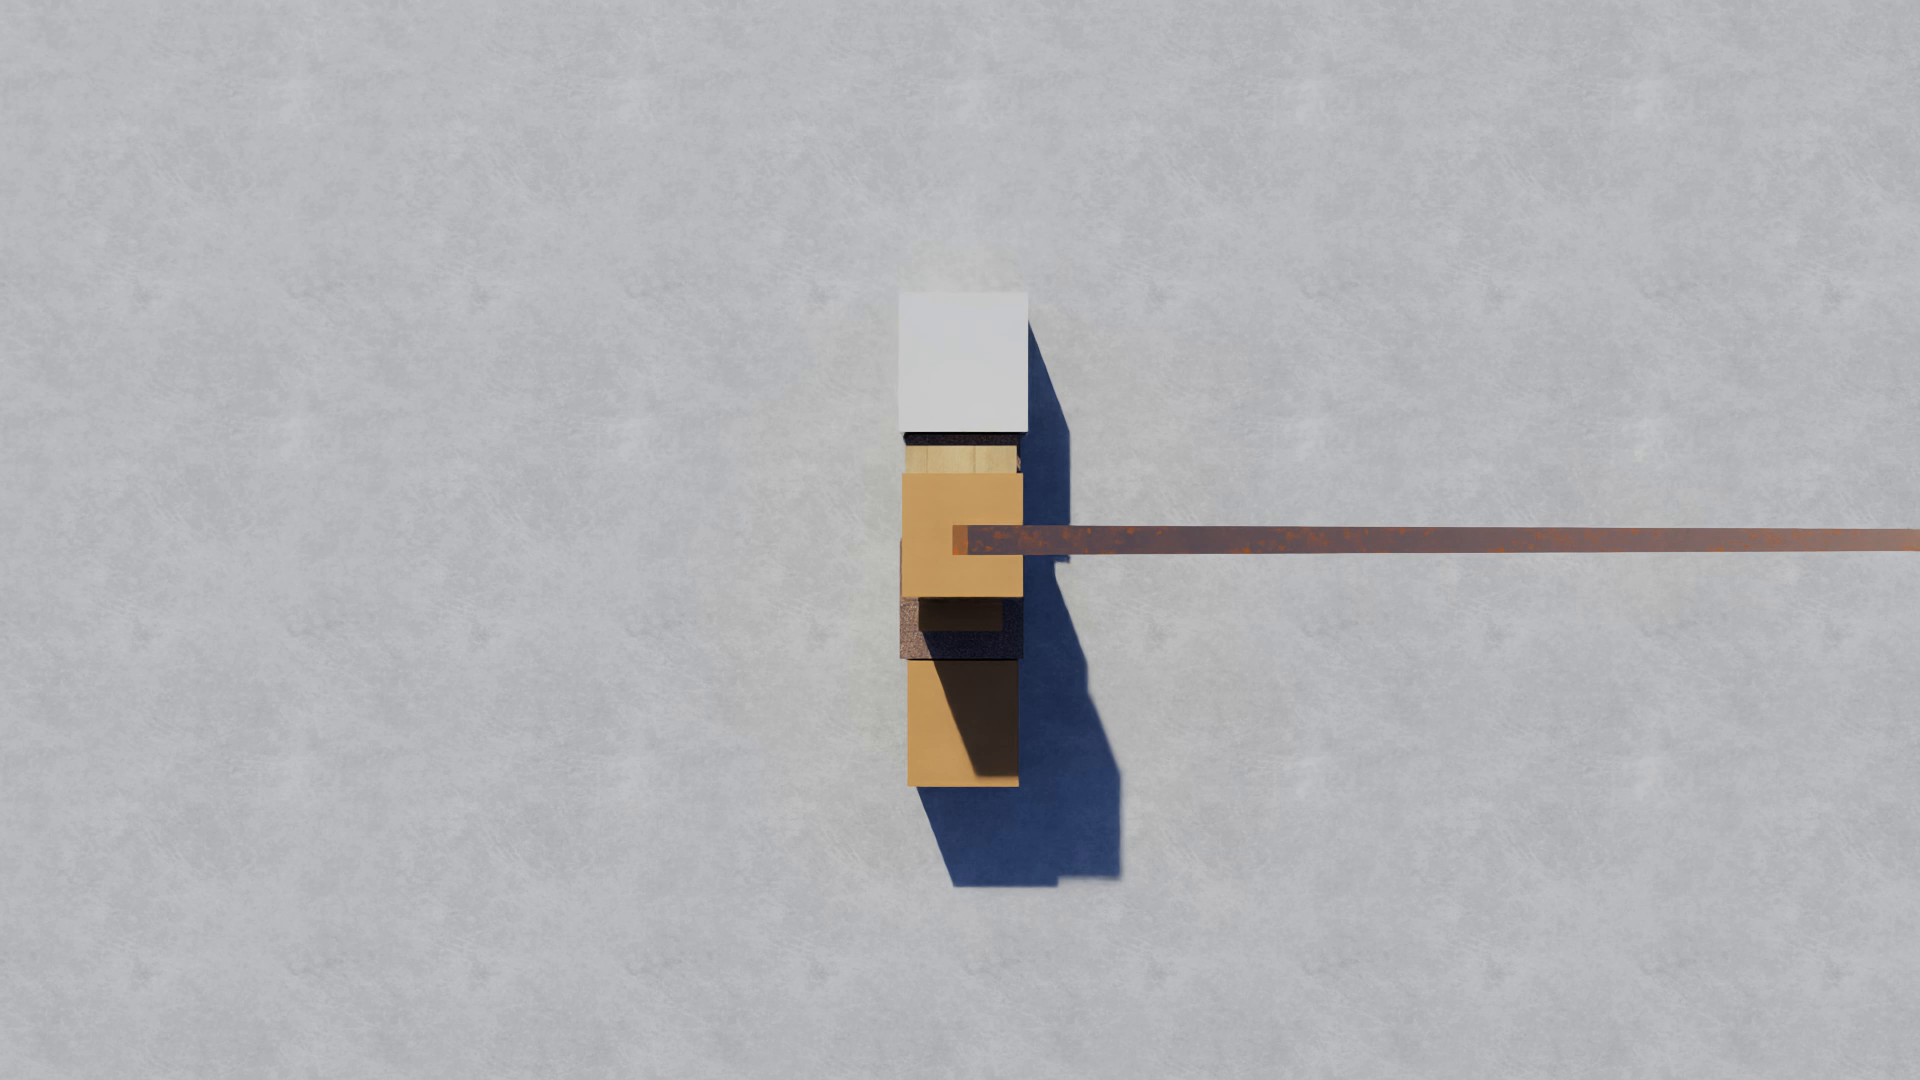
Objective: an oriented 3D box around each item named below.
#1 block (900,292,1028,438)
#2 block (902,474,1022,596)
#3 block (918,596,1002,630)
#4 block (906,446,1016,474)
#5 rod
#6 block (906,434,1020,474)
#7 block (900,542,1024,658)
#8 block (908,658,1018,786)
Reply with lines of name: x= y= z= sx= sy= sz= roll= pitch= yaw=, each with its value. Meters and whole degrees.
block: x=0.020 y=-0.988 z=12.597 sx=0.714 sy=0.805 sz=0.772 roll=0 pitch=90 yaw=0
block: x=0.013 y=-0.019 z=11.404 sx=0.612 sy=0.519 sz=0.626 roll=0 pitch=89 yaw=0
block: x=0.003 y=0.290 z=12.012 sx=0.450 sy=0.475 sz=0.393 roll=0 pitch=90 yaw=0
block: x=0.005 y=-0.208 z=11.961 sx=0.589 sy=0.587 sz=0.571 roll=0 pitch=89 yaw=0
rod: x=2.234 y=0.000 z=7.216 sx=5.200 sy=0.080 sz=0.080 roll=0 pitch=90 yaw=-31
block: x=0.018 y=-0.294 z=12.675 sx=0.642 sy=0.651 sz=0.594 roll=0 pitch=90 yaw=0
block: x=0.008 y=0.337 z=12.625 sx=0.691 sy=0.750 sz=0.649 roll=0 pitch=90 yaw=0
block: x=0.017 y=1.022 z=12.628 sx=0.619 sy=0.745 sz=0.703 roll=0 pitch=90 yaw=0
